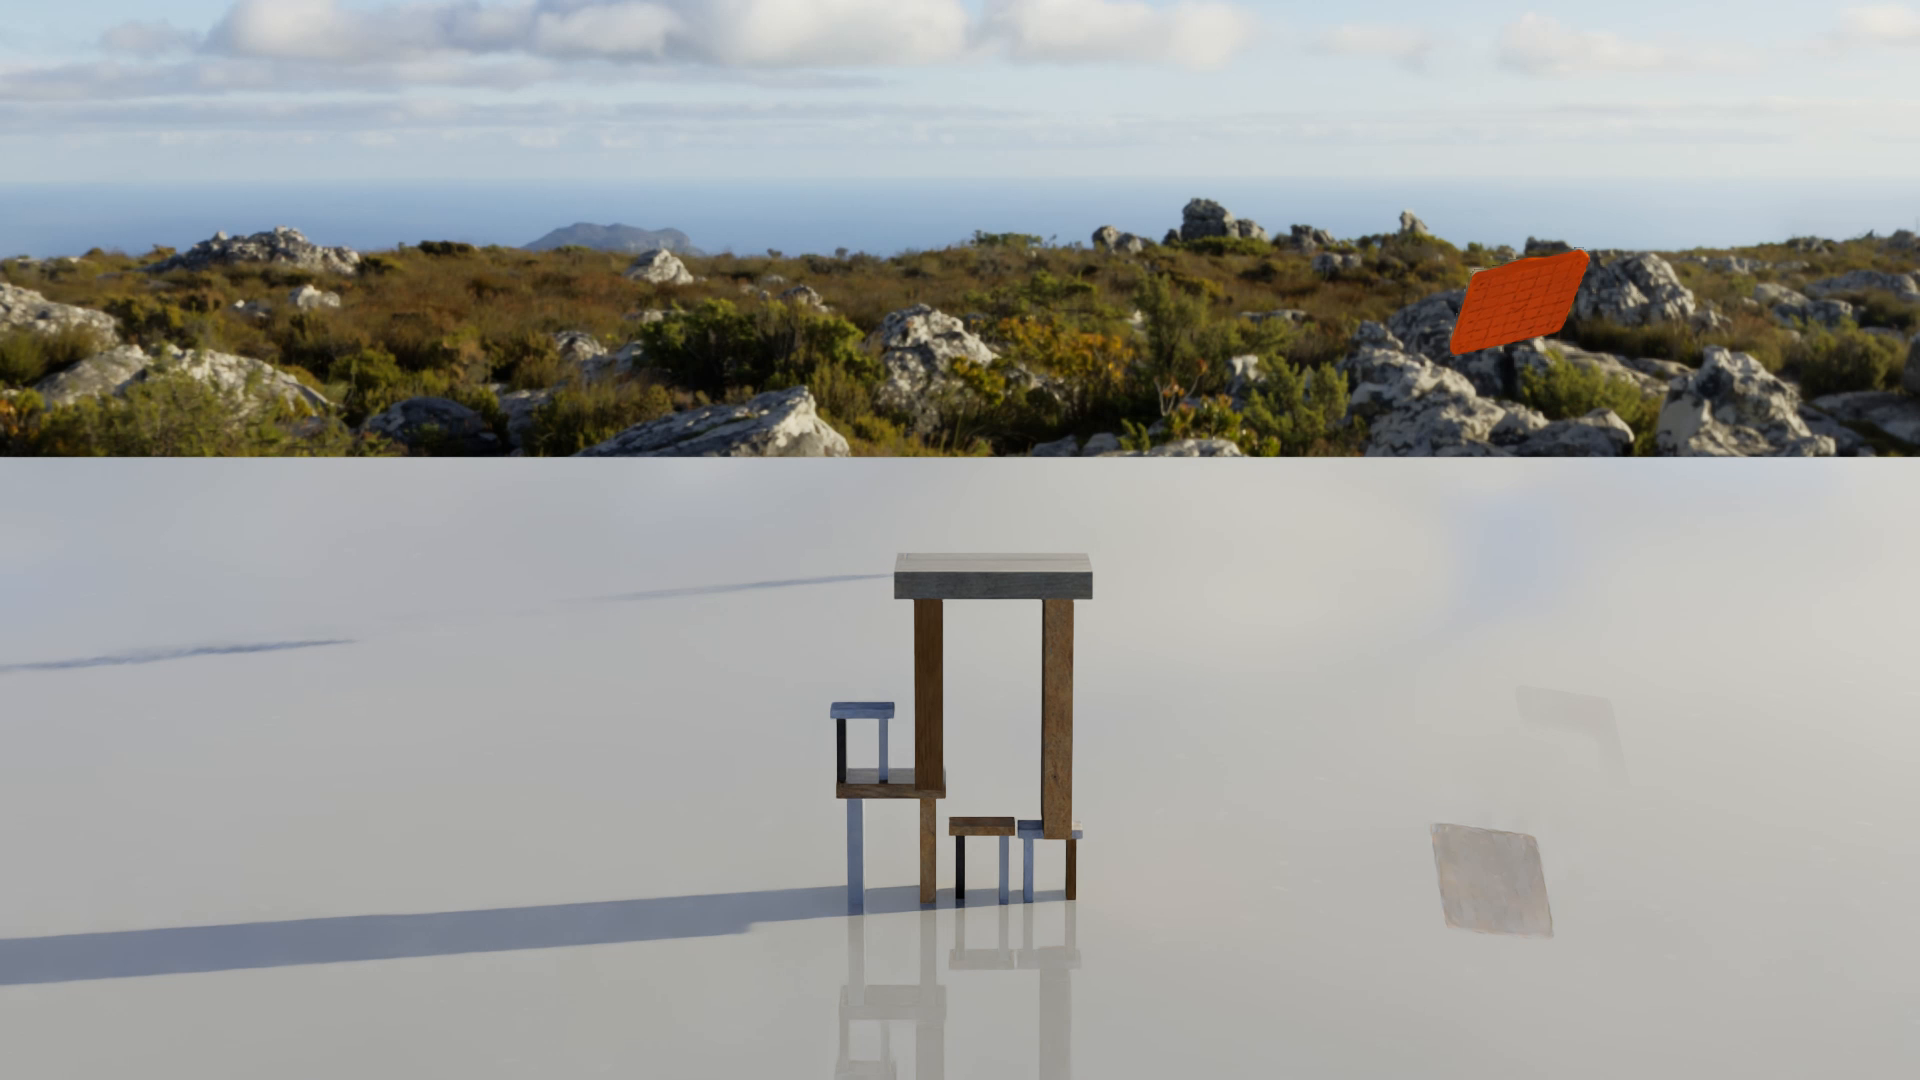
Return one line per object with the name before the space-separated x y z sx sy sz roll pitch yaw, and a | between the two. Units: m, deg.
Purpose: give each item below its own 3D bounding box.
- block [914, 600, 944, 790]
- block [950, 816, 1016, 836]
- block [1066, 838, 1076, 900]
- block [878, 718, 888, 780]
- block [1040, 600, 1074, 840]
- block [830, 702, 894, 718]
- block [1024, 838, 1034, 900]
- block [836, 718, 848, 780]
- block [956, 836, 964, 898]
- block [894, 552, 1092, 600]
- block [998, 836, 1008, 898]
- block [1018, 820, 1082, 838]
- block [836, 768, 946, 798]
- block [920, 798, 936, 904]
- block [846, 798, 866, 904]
block | -0.051 0.234 3.601 0.045 0.315 0.158 0 11 0
block | 0.036 0.475 3.650 0.109 0.015 0.054 0 11 0
block | 0.184 0.539 3.655 0.015 0.106 0.053 0 11 0
block | -0.125 0.338 3.624 0.015 0.103 0.052 0 11 0
block | 0.159 0.276 3.607 0.045 0.398 0.158 0 11 0
block | -0.160 0.280 3.613 0.104 0.015 0.052 0 11 0
block | 0.114 0.539 3.655 0.015 0.106 0.053 0 11 0
block | -0.194 0.338 3.623 0.015 0.103 0.052 0 11 0
block | 0.000 0.536 3.661 0.015 0.109 0.054 0 11 0
block | 0.053 0.058 3.567 0.315 0.045 0.158 0 11 0
block | 0.073 0.536 3.661 0.015 0.109 0.054 0 11 0
block | 0.149 0.479 3.642 0.106 0.015 0.053 0 11 0
block | -0.113 0.402 3.633 0.179 0.025 0.090 0 11 0
block | -0.053 0.502 3.651 0.025 0.179 0.090 0 11 0
block | -0.172 0.502 3.651 0.025 0.179 0.090 0 11 0
